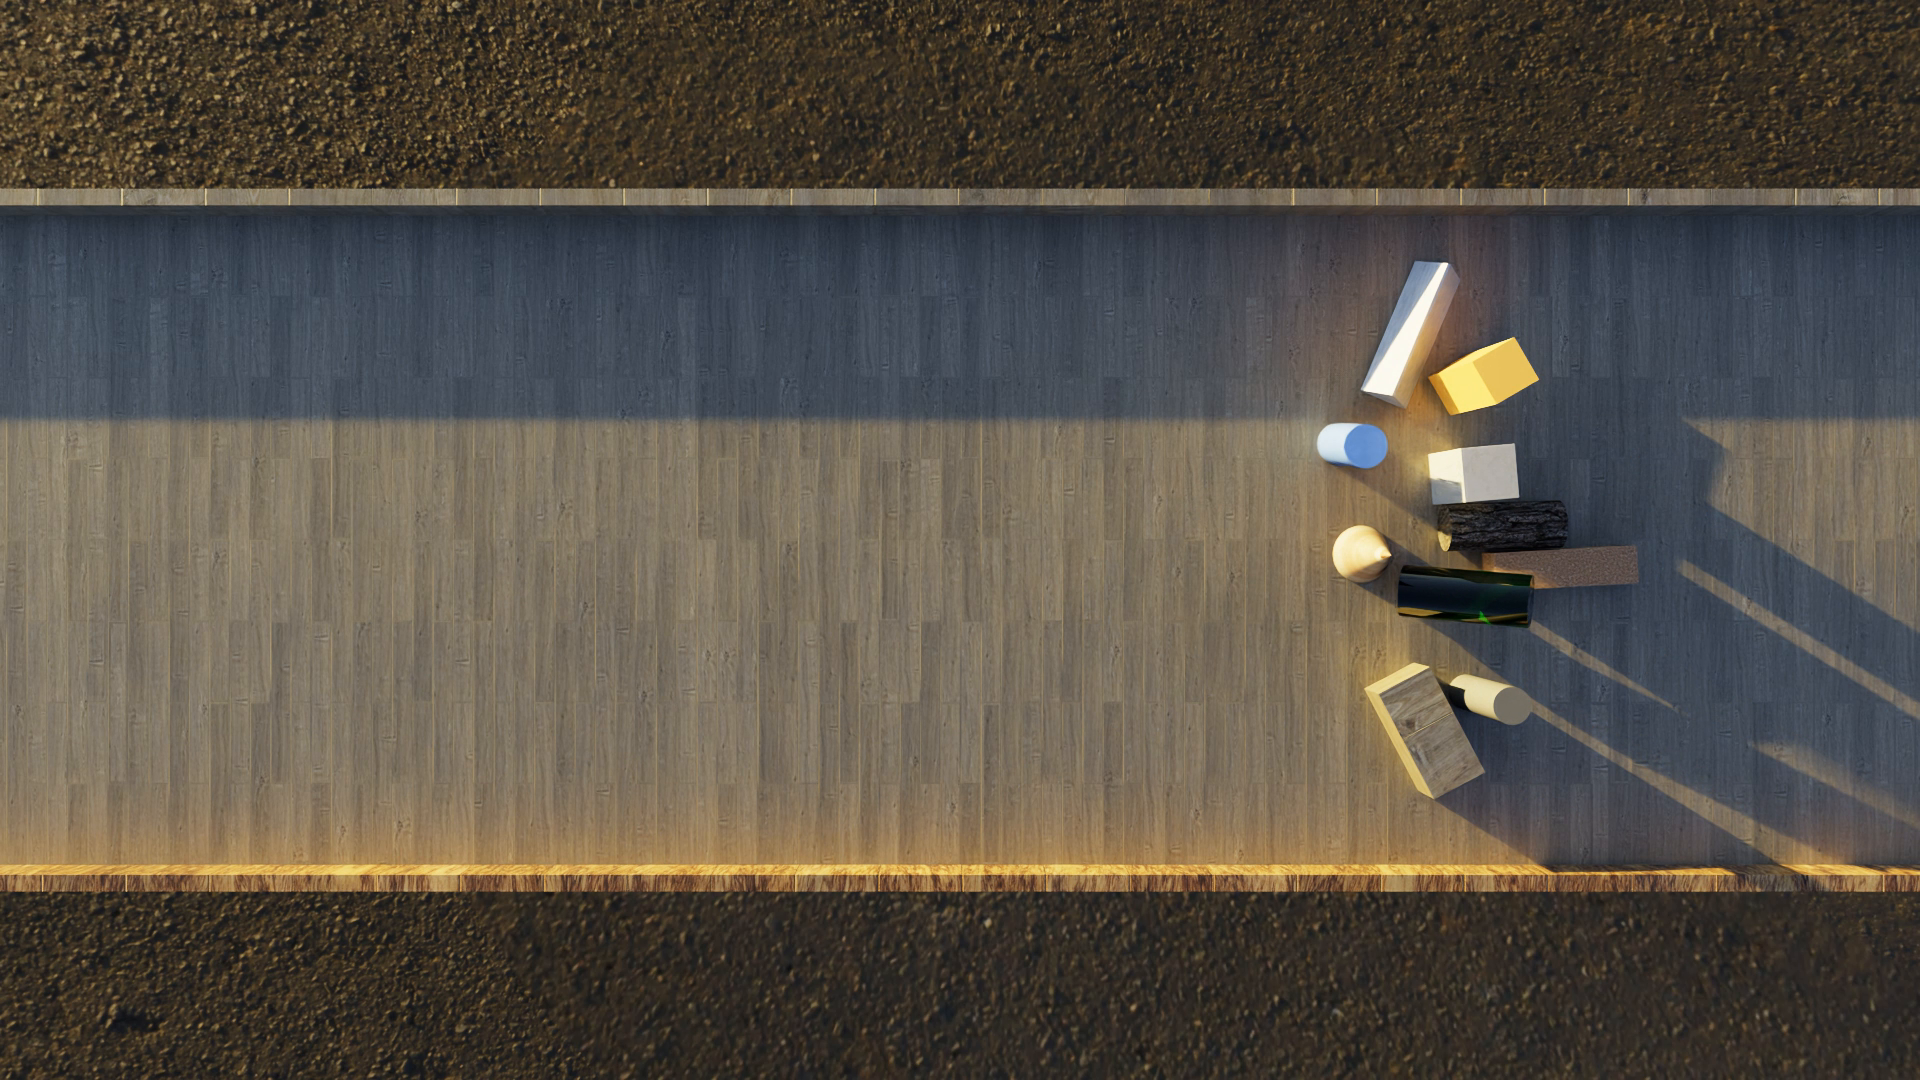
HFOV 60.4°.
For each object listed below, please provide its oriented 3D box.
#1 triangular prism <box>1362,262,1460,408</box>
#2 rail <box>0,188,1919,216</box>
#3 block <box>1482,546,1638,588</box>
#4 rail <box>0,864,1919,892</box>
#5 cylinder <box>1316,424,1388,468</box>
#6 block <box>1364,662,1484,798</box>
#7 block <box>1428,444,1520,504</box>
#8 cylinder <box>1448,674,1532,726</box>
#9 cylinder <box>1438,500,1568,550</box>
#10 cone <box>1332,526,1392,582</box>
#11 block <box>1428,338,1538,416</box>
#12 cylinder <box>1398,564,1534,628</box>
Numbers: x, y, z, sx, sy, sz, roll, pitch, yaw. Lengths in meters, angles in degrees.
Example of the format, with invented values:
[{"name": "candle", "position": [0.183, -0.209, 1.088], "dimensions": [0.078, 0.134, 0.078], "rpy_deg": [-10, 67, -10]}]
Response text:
[{"name": "triangular prism", "position": [1.384, -0.630, 5.009], "dimensions": [0.148, 0.128, 0.431], "rpy_deg": [23, 90, 0]}, {"name": "rail", "position": [-2.247, -1.025, 5.002], "dimensions": [12.000, 0.150, 0.050], "rpy_deg": [0, 90, 0]}, {"name": "block", "position": [1.824, 0.084, 5.020], "dimensions": [0.431, 0.114, 0.114], "rpy_deg": [-3, 90, 0]}, {"name": "rail", "position": [-2.247, 1.025, 5.001], "dimensions": [12.000, 0.150, 0.050], "rpy_deg": [0, 90, 0]}, {"name": "cylinder", "position": [1.163, -0.282, 4.905], "dimensions": [0.126, 0.334, 0.126], "rpy_deg": [0, 95, -1]}, {"name": "block", "position": [1.403, 0.574, 4.990], "dimensions": [0.172, 0.172, 0.354], "rpy_deg": [-28, 90, 0]}, {"name": "block", "position": [1.526, -0.193, 4.913], "dimensions": [0.156, 0.327, 0.156], "rpy_deg": [-5, 90, 0]}, {"name": "cylinder", "position": [1.558, 0.468, 4.864], "dimensions": [0.108, 0.425, 0.108], "rpy_deg": [0, 90, 0]}, {"name": "cylinder", "position": [1.645, -0.043, 5.005], "dimensions": [0.349, 0.143, 0.143], "rpy_deg": [-2, 90, 0]}, {"name": "cone", "position": [1.236, 0.044, 4.901], "dimensions": [0.177, 0.351, 0.177], "rpy_deg": [0, 90, 0]}, {"name": "block", "position": [1.532, -0.476, 4.850], "dimensions": [0.137, 0.452, 0.137], "rpy_deg": [-30, 90, 1]}, {"name": "cylinder", "position": [1.511, 0.167, 4.927], "dimensions": [0.371, 0.158, 0.158], "rpy_deg": [5, 90, 25]}]
